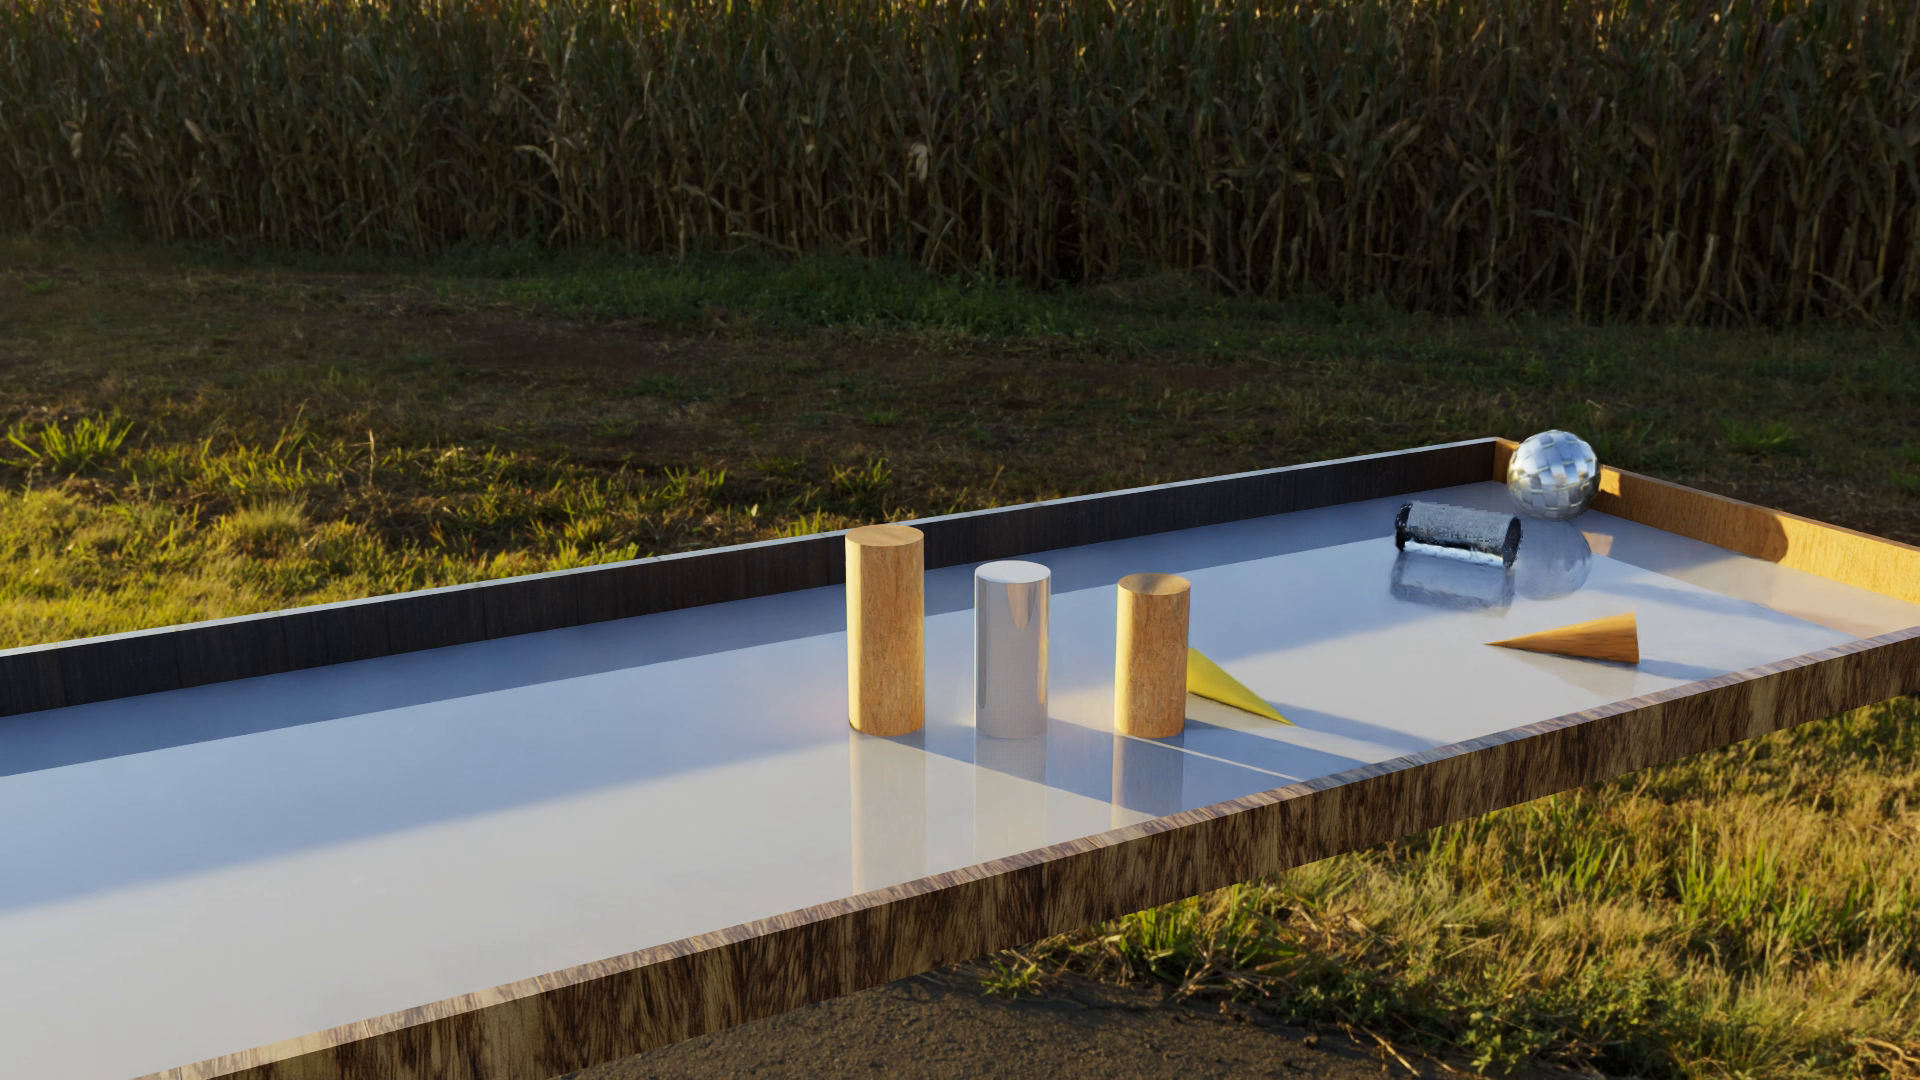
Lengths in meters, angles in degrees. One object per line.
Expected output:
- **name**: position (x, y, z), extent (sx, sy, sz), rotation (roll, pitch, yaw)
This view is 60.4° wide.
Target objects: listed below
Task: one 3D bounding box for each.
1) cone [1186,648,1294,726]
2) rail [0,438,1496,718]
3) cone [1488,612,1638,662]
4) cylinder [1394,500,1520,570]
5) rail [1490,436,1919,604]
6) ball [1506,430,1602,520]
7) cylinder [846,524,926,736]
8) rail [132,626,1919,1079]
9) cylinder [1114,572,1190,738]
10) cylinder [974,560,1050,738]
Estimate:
- **cone**: position (0.672, 0.377, 3.977), extent (0.108, 0.108, 0.347), rotation (-15, 31, -41)
- **rail**: position (-3.305, 0.497, 3.399), extent (12.000, 0.150, 0.050), rotation (-9, 18, -27)
- **cone**: position (1.573, 0.264, 4.339), extent (0.384, 0.132, 0.132), rotation (-5, 14, 21)
- **cylinder**: position (1.544, -0.017, 5.127), extent (0.342, 0.162, 0.162), rotation (11, 20, 34)
- **rail**: position (2.466, -0.048, 5.253), extent (0.050, 0.150, 2.100), rotation (-9, 18, -27)
- **ball**: position (2.006, -0.220, 5.572), extent (0.301, 0.301, 0.301), rotation (0, 16, 0)
- **cylinder**: position (-0.172, 0.208, 3.834), extent (0.179, 0.458, 0.179), rotation (0, 16, 0)
- **rail**: position (-2.336, 1.006, 1.665), extent (12.000, 0.150, 0.050), rotation (-9, 18, -27)
- **cylinder**: position (0.445, 0.267, 3.831), extent (0.166, 0.347, 0.166), rotation (0, 16, 0)
- **cylinder**: position (0.121, 0.253, 3.829), extent (0.174, 0.376, 0.174), rotation (0, 16, 0)
